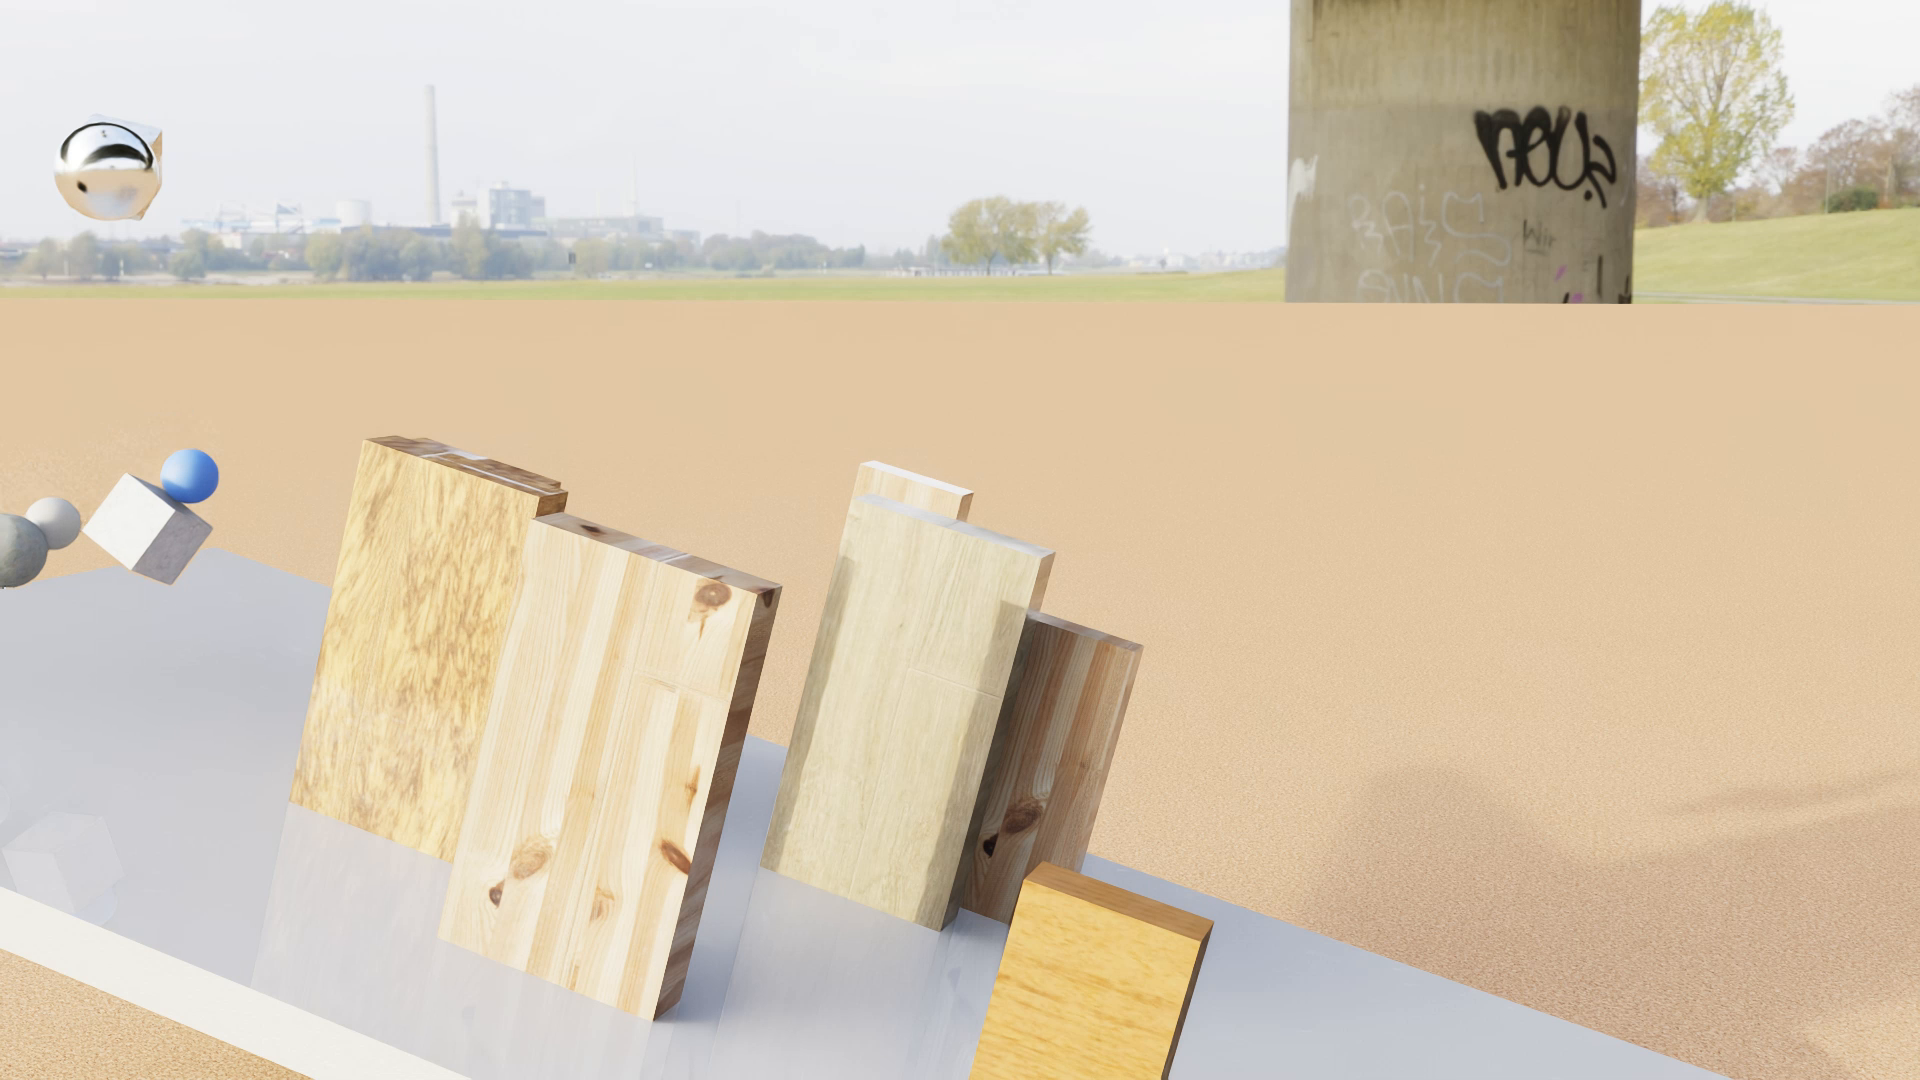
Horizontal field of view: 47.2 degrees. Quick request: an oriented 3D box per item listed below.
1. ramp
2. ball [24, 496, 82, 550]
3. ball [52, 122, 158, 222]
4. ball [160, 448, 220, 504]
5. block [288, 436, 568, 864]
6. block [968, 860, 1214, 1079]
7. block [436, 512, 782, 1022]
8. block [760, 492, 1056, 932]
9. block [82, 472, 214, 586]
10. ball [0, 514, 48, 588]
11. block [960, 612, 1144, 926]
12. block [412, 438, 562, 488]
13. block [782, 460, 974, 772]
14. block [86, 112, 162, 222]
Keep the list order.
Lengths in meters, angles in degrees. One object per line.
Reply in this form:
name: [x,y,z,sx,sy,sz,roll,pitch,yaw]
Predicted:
ramp: [-0.385,0.765,4.246,4.000,0.100,2.000,18,11,15]
ball: [-1.878,-0.034,4.551,0.111,0.111,0.111,0,7,0]
ball: [-1.755,-0.758,4.521,0.203,0.203,0.203,0,7,0]
ball: [-1.592,-0.132,4.548,0.115,0.115,0.115,0,7,0]
block: [-0.996,0.203,4.107,0.369,0.716,0.114,18,11,15]
block: [0.173,0.778,3.308,0.274,0.514,0.109,18,11,15]
block: [-0.592,0.376,3.683,0.415,0.751,0.112,18,11,15]
block: [-0.109,0.342,4.395,0.399,0.784,0.114,18,11,15]
block: [-1.657,-0.022,4.491,0.147,0.147,0.147,34,-4,18]
ball: [-1.924,0.022,4.443,0.150,0.150,0.150,0,7,0]
block: [0.166,0.478,4.492,0.253,0.626,0.087,18,11,15]
block: [-1.048,0.150,4.483,0.320,0.647,0.111,18,11,15]
block: [-0.189,0.217,5.001,0.247,0.751,0.093,18,11,15]
block: [-1.825,-0.807,4.759,0.148,0.148,0.148,12,39,-7]
